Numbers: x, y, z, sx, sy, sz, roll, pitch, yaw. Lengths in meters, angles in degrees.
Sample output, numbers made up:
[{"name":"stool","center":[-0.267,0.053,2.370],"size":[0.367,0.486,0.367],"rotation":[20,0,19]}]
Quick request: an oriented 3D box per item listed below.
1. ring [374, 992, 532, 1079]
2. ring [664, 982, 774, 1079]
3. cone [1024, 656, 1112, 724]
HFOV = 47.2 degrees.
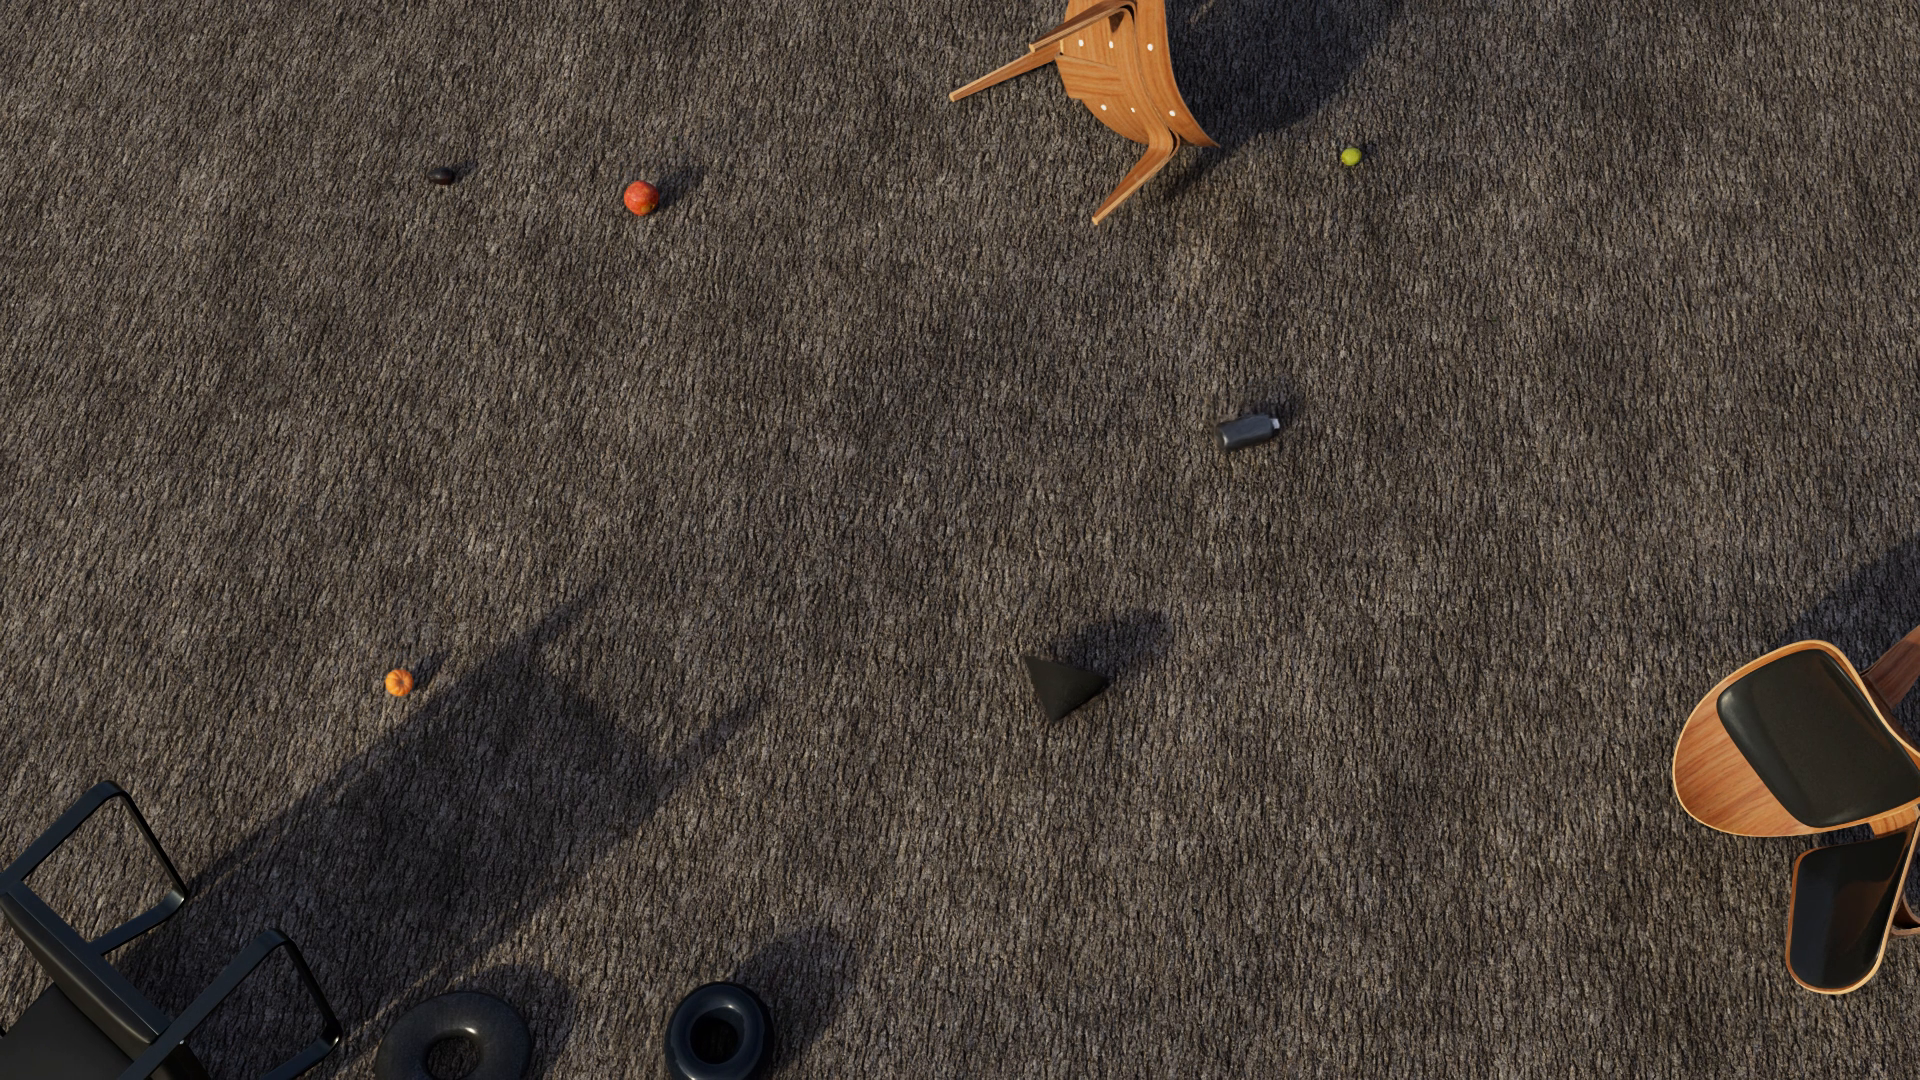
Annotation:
[{"name":"ring","center":[-1.297,1.328,5.634],"size":[0.402,0.082,0.358],"rotation":[-12,58,-9]},{"name":"ring","center":[-0.615,1.284,5.626],"size":[0.282,0.146,0.316],"rotation":[2,57,3]},{"name":"cone","center":[0.282,0.443,6.225],"size":[0.262,0.197,0.172],"rotation":[14,87,10]}]
